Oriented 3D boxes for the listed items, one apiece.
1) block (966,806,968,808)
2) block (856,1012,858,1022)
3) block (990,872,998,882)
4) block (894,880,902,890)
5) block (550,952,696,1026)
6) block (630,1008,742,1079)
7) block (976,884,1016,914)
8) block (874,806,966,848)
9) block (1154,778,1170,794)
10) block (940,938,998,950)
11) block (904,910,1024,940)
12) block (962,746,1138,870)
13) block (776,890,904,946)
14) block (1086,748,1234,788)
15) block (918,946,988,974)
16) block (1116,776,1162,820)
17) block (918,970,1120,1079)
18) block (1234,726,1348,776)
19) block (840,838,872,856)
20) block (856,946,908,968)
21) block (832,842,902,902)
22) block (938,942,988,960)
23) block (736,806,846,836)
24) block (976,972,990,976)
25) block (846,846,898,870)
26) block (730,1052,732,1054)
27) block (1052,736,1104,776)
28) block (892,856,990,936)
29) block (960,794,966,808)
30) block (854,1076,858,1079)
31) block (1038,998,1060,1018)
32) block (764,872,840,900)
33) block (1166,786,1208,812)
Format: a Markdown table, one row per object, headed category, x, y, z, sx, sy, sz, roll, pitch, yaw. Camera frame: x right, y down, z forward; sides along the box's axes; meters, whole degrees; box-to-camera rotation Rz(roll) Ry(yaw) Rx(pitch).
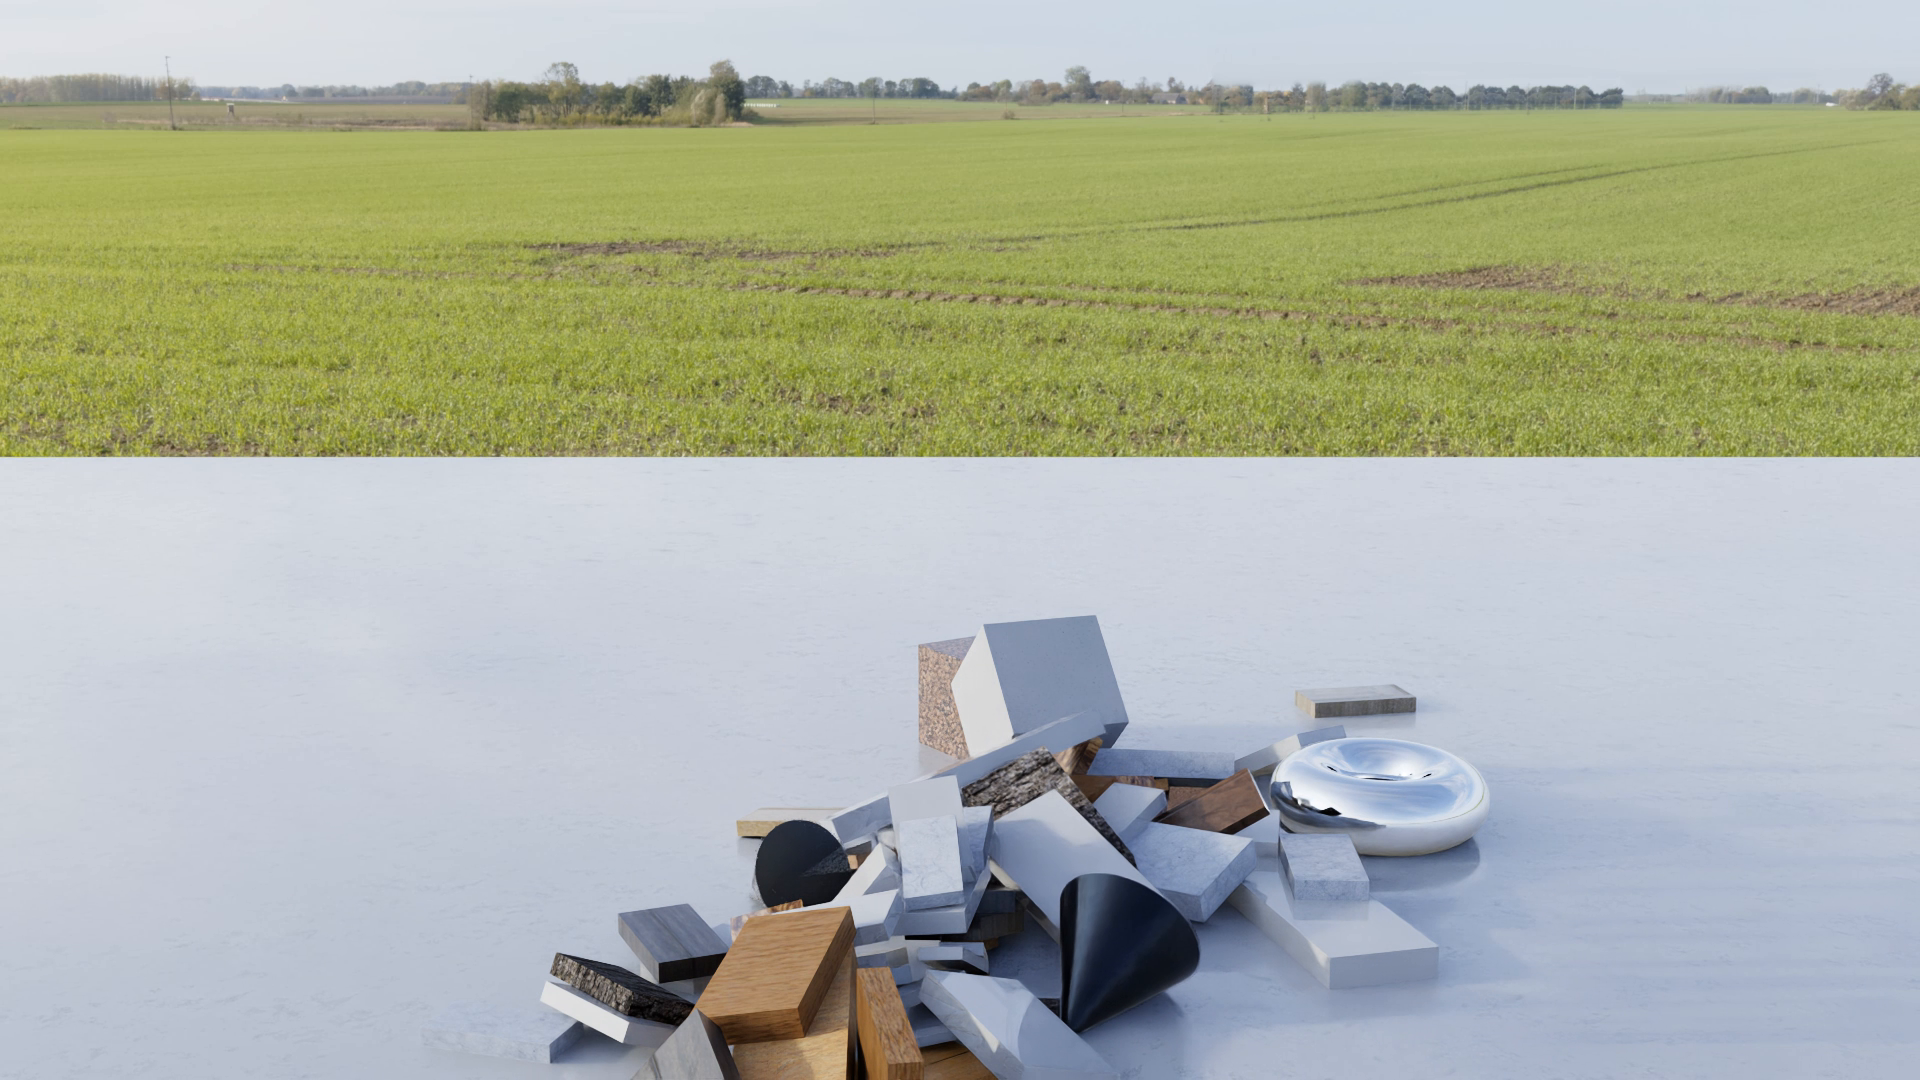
| category | x | y | z | sx | sy | sz | roll | pitch | yaw |
| --- | --- | --- | --- | --- | --- | --- | --- | --- | --- |
| block | 0.014 | 0.500 | 3.727 | 0.110 | 0.031 | 0.221 | 24 | 18 | 32 |
| block | -0.191 | 0.666 | 3.055 | 0.069 | 0.020 | 0.138 | -17 | -2 | -36 |
| block | 0.001 | 0.560 | 3.663 | 0.070 | 0.020 | 0.140 | -2 | -5 | 26 |
| block | -0.107 | 0.565 | 3.636 | 0.070 | 0.020 | 0.140 | -4 | -6 | -20 |
| block | -0.482 | 0.644 | 3.147 | 0.113 | 0.032 | 0.226 | 23 | -8 | -38 |
| block | -0.337 | 0.700 | 2.697 | 0.043 | 0.152 | 0.304 | 44 | -3 | -18 |
| block | 0.015 | 0.570 | 3.494 | 0.118 | 0.034 | 0.237 | 0 | -7 | -5 |
| block | -0.047 | 0.511 | 3.936 | 0.099 | 0.028 | 0.199 | -15 | -3 | 43 |
| block | 0.310 | 0.471 | 4.080 | 0.160 | 0.023 | 0.080 | -7 | -21 | 8 |
| block | 0.015 | 0.615 | 3.363 | 0.066 | 0.019 | 0.131 | -2 | -8 | 11 |
| block | 0.009 | 0.589 | 3.372 | 0.118 | 0.034 | 0.237 | -3 | -7 | 17 |
| block | 0.145 | 0.481 | 3.638 | 0.162 | 0.046 | 0.324 | -27 | 37 | -11 |
| block | -0.190 | 0.560 | 3.187 | 0.202 | 0.029 | 0.101 | -14 | 16 | 16 |
| block | 0.335 | 0.439 | 4.124 | 0.354 | 0.050 | 0.177 | 1 | -19 | 7 |
| block | -0.008 | 0.613 | 3.207 | 0.066 | 0.019 | 0.131 | -4 | -21 | 17 |
| block | 0.301 | 0.500 | 3.881 | 0.110 | 0.031 | 0.265 | 0 | 26 | -2 |
| block | 0.076 | 0.667 | 2.965 | 0.149 | 0.042 | 0.299 | 13 | 8 | -29 |
| block | 0.625 | 0.412 | 4.237 | 0.118 | 0.033 | 0.236 | -7 | -16 | -33 |
| block | -0.236 | 0.546 | 3.843 | 0.079 | 0.022 | 0.158 | 9 | 14 | 39 |
| block | -0.135 | 0.622 | 3.240 | 0.087 | 0.025 | 0.174 | -10 | -9 | 7 |
| block | -0.171 | 0.563 | 3.293 | 0.031 | 0.220 | 0.110 | 38 | 4 | -12 |
| block | 0.006 | 0.620 | 3.281 | 0.066 | 0.019 | 0.131 | 1 | -20 | 4 |
| block | -0.290 | 0.508 | 3.964 | 0.200 | 0.028 | 0.100 | -3 | 7 | 23 |
| block | 0.008 | 0.654 | 3.205 | 0.061 | 0.017 | 0.121 | -6 | 0 | 6 |
| block | -0.124 | 0.544 | 3.790 | 0.157 | 0.022 | 0.079 | -6 | -7 | -29 |
| block | -0.257 | 0.688 | 2.925 | 0.096 | 0.014 | 0.048 | -9 | 15 | -25 |
| block | 0.175 | 0.436 | 4.004 | 0.028 | 0.199 | 0.099 | 36 | -13 | -37 |
| block | -0.031 | 0.534 | 3.311 | 0.118 | 0.034 | 0.237 | -4 | 11 | 10 |
| block | 0.026 | 0.455 | 3.921 | 0.101 | 0.029 | 0.202 | -13 | -6 | -24 |
| block | -0.197 | 0.728 | 2.866 | 0.074 | 0.021 | 0.148 | 8 | 13 | 37 |
| block | 0.109 | 0.682 | 3.124 | 0.061 | 0.017 | 0.121 | 1 | 11 | 4 |
| block | -0.265 | 0.579 | 3.685 | 0.112 | 0.016 | 0.056 | -5 | 12 | -25 |
| block | 0.413 | 0.477 | 3.940 | 0.080 | 0.023 | 0.160 | 1 | 11 | 7 |
